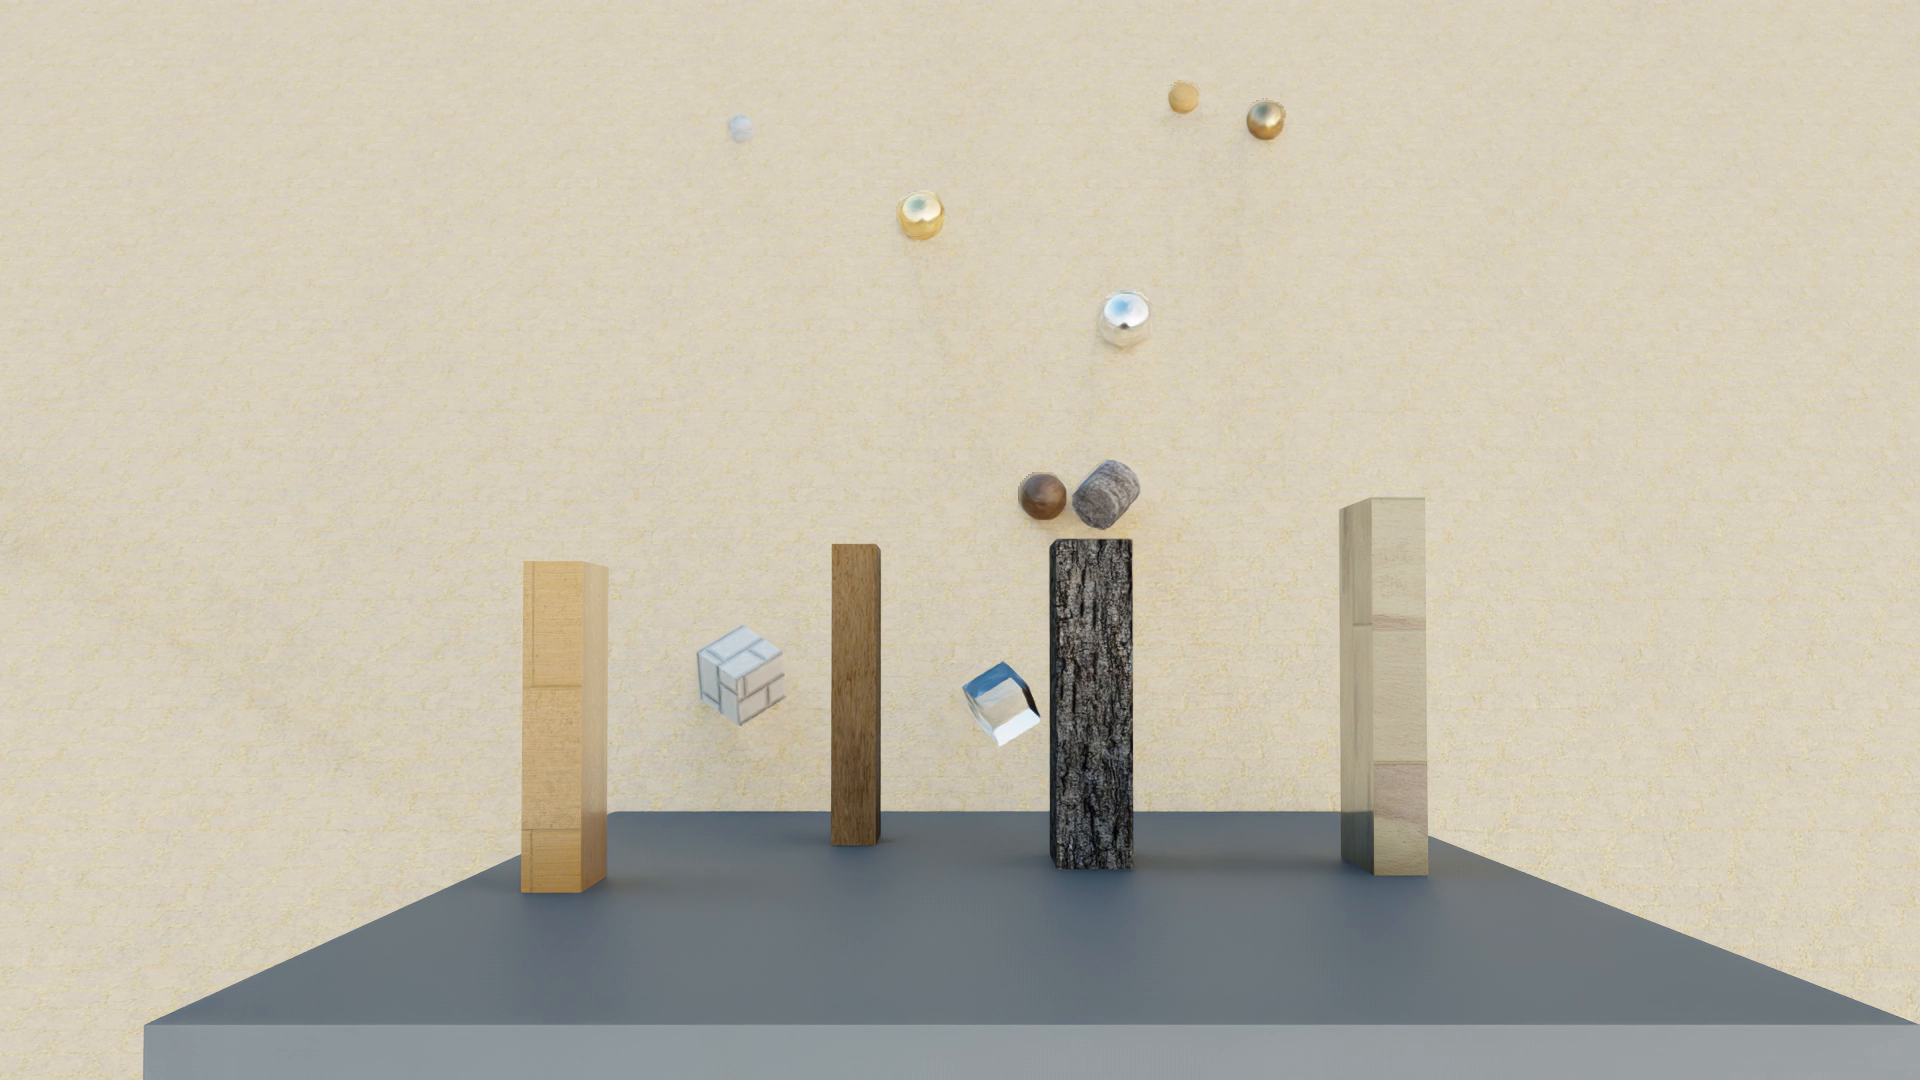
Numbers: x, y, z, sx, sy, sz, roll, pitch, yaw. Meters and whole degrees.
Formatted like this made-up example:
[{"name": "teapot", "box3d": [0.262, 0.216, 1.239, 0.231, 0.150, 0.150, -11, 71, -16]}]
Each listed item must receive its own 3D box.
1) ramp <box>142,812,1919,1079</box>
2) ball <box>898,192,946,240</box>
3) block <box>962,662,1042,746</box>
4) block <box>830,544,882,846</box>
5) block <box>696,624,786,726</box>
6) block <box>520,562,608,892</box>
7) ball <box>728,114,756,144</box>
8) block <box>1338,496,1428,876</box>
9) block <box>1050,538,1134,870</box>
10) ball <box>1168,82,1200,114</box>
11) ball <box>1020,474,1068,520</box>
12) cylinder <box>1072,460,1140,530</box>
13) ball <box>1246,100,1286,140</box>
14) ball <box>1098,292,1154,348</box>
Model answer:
[{"name": "ramp", "box3d": [0.081, 0.684, 4.924, 2.000, 0.100, 4.000, 0, -3, 0]}, {"name": "ball", "box3d": [-0.139, -1.174, 9.433, 0.173, 0.173, 0.173, 0, 37, 0]}, {"name": "block", "box3d": [0.116, 0.456, 7.249, 0.140, 0.140, 0.140, -31, 37, -13]}, {"name": "block", "box3d": [-0.233, 0.345, 5.876, 0.098, 0.660, 0.351, 0, -3, 0]}, {"name": "block", "box3d": [-0.619, 0.383, 7.361, 0.172, 0.172, 0.172, 31, 46, 34]}, {"name": "block", "box3d": [-0.717, 0.335, 4.737, 0.105, 0.581, 0.335, 0, -3, 0]}, {"name": "ball", "box3d": [-0.841, -1.585, 10.031, 0.109, 0.109, 0.109, 0, 37, 0]}, {"name": "block", "box3d": [0.833, 0.285, 5.140, 0.102, 0.716, 0.429, 0, -3, 0]}, {"name": "block", "box3d": [0.262, 0.327, 5.261, 0.150, 0.642, 0.384, 0, -3, 0]}, {"name": "ball", "box3d": [0.879, -1.734, 10.219, 0.123, 0.123, 0.123, 0, 37, 0]}, {"name": "ball", "box3d": [0.259, -0.134, 8.069, 0.147, 0.147, 0.147, 0, 37, 0]}, {"name": "cylinder", "box3d": [0.454, -0.140, 8.070, 0.156, 0.156, 0.156, 19, 41, 23]}, {"name": "ball", "box3d": [1.180, -1.619, 10.043, 0.150, 0.150, 0.150, 0, 37, 0]}, {"name": "ball", "box3d": [0.566, -0.750, 8.852, 0.190, 0.190, 0.190, 0, 37, 0]}]
